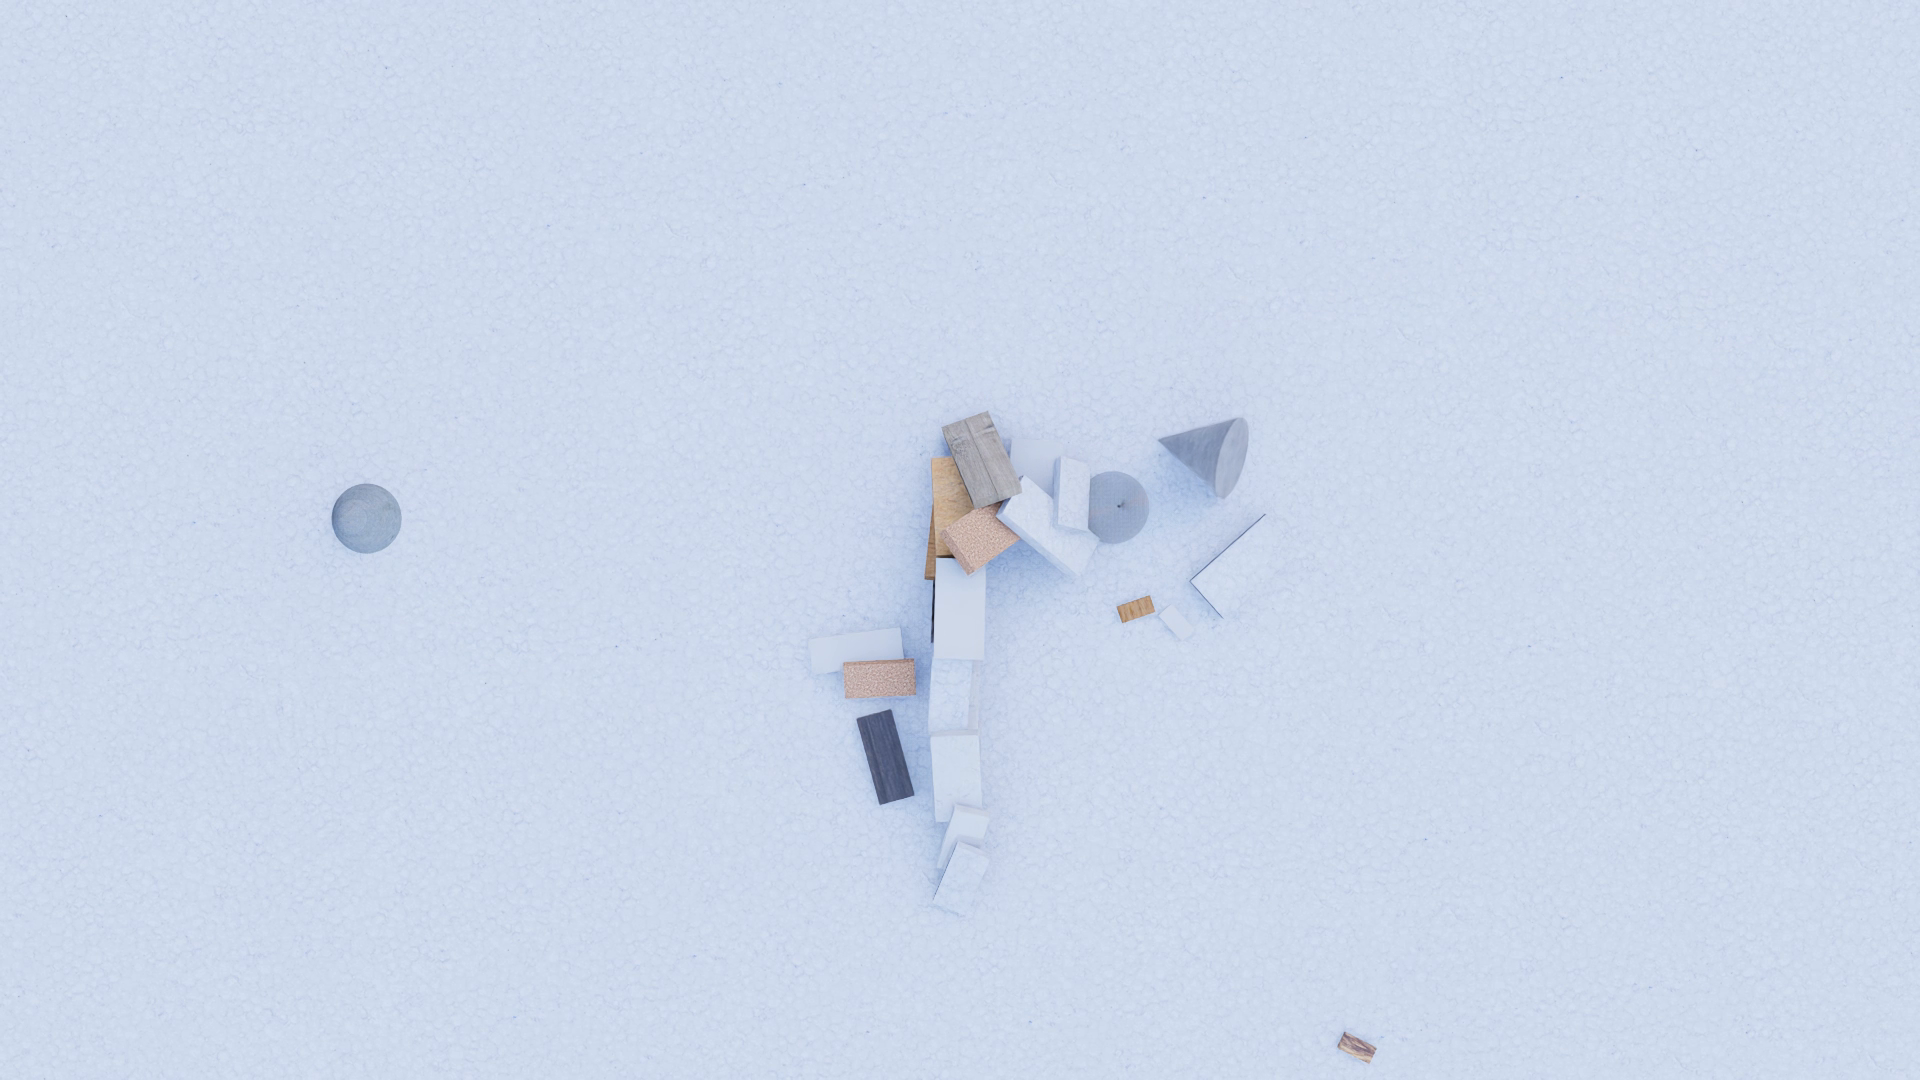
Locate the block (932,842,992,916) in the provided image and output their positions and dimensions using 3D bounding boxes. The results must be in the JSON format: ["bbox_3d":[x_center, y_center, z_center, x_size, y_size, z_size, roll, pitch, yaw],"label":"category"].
[{"bbox_3d":[0.006,1.116,5.439,0.119,0.034,0.239,21,113,0],"label":"block"}]

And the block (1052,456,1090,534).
[{"bbox_3d":[0.367,-0.148,5.421,0.117,0.033,0.235,13,70,-28],"label":"block"}]

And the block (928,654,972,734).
[{"bbox_3d":[-0.033,0.506,5.365,0.129,0.037,0.258,4,97,-1],"label":"block"}]

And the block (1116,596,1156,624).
[{"bbox_3d":[0.586,0.231,5.492,0.116,0.016,0.058,-19,90,0],"label":"block"}]

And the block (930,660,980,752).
[{"bbox_3d":[-0.016,0.545,5.445,0.154,0.044,0.309,3,78,0],"label":"block"}]

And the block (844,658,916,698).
[{"bbox_3d":[-0.266,0.459,5.463,0.235,0.033,0.117,-3,108,-1],"label":"block"}]

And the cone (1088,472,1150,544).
[{"bbox_3d":[0.510,-0.108,5.379,0.243,0.243,0.243,0,90,0],"label":"cone"}]

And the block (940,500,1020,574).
[{"bbox_3d":[0.101,-0.038,5.341,0.329,0.047,0.164,-35,90,-34],"label":"block"}]

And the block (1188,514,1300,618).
[{"bbox_3d":[0.944,0.088,5.476,0.336,0.048,0.168,-42,90,0],"label":"block"}]

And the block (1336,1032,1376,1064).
[{"bbox_3d":[1.322,1.690,5.492,0.116,0.016,0.058,27,90,0],"label":"block"}]

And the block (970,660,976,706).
[{"bbox_3d":[-0.012,0.416,5.433,0.129,0.037,0.258,1,78,0],"label":"block"}]

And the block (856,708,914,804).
[{"bbox_3d":[-0.248,0.720,5.483,0.119,0.034,0.296,-15,90,0],"label":"block"}]

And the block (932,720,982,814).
[{"bbox_3d":[-0.011,0.752,5.478,0.154,0.044,0.309,3,90,0],"label":"block"}]

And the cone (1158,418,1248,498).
[{"bbox_3d":[0.772,-0.300,5.439,0.272,0.272,0.272,16,90,27],"label":"cone"}]

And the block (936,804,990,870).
[{"bbox_3d":[0.010,0.987,5.428,0.119,0.034,0.238,13,115,-6],"label":"block"}]

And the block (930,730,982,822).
[{"bbox_3d":[-0.010,0.770,5.386,0.154,0.044,0.309,-3,109,2],"label":"block"}]

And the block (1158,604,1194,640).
[{"bbox_3d":[0.720,0.275,5.492,0.058,0.016,0.116,-42,90,0],"label":"block"}]

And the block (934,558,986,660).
[{"bbox_3d":[0.000,0.223,5.325,0.161,0.046,0.322,1,84,-1],"label":"block"}]

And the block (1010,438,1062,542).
[{"bbox_3d":[0.240,-0.163,5.476,0.168,0.048,0.336,5,90,0],"label":"block"}]

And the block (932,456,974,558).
[{"bbox_3d":[-0.003,-0.107,5.408,0.168,0.048,0.336,-2,73,-3],"label":"block"}]

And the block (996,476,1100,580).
[{"bbox_3d":[0.289,-0.040,5.392,0.344,0.047,0.164,39,60,-17],"label":"block"}]

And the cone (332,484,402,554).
[{"bbox_3d":[-1.979,-0.072,5.383,0.234,0.234,0.234,0,90,0],"label":"cone"}]

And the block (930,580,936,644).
[{"bbox_3d":[-0.010,0.179,5.415,0.161,0.046,0.322,2,72,0],"label":"block"}]

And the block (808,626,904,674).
[{"bbox_3d":[-0.344,0.368,5.483,0.308,0.033,0.117,-8,90,0],"label":"block"}]

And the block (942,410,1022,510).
[{"bbox_3d":[0.070,-0.262,5.383,0.164,0.047,0.329,-20,56,-4],"label":"block"}]

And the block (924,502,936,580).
[{"bbox_3d":[-0.020,-0.022,5.429,0.161,0.046,0.322,6,72,0],"label":"block"}]
